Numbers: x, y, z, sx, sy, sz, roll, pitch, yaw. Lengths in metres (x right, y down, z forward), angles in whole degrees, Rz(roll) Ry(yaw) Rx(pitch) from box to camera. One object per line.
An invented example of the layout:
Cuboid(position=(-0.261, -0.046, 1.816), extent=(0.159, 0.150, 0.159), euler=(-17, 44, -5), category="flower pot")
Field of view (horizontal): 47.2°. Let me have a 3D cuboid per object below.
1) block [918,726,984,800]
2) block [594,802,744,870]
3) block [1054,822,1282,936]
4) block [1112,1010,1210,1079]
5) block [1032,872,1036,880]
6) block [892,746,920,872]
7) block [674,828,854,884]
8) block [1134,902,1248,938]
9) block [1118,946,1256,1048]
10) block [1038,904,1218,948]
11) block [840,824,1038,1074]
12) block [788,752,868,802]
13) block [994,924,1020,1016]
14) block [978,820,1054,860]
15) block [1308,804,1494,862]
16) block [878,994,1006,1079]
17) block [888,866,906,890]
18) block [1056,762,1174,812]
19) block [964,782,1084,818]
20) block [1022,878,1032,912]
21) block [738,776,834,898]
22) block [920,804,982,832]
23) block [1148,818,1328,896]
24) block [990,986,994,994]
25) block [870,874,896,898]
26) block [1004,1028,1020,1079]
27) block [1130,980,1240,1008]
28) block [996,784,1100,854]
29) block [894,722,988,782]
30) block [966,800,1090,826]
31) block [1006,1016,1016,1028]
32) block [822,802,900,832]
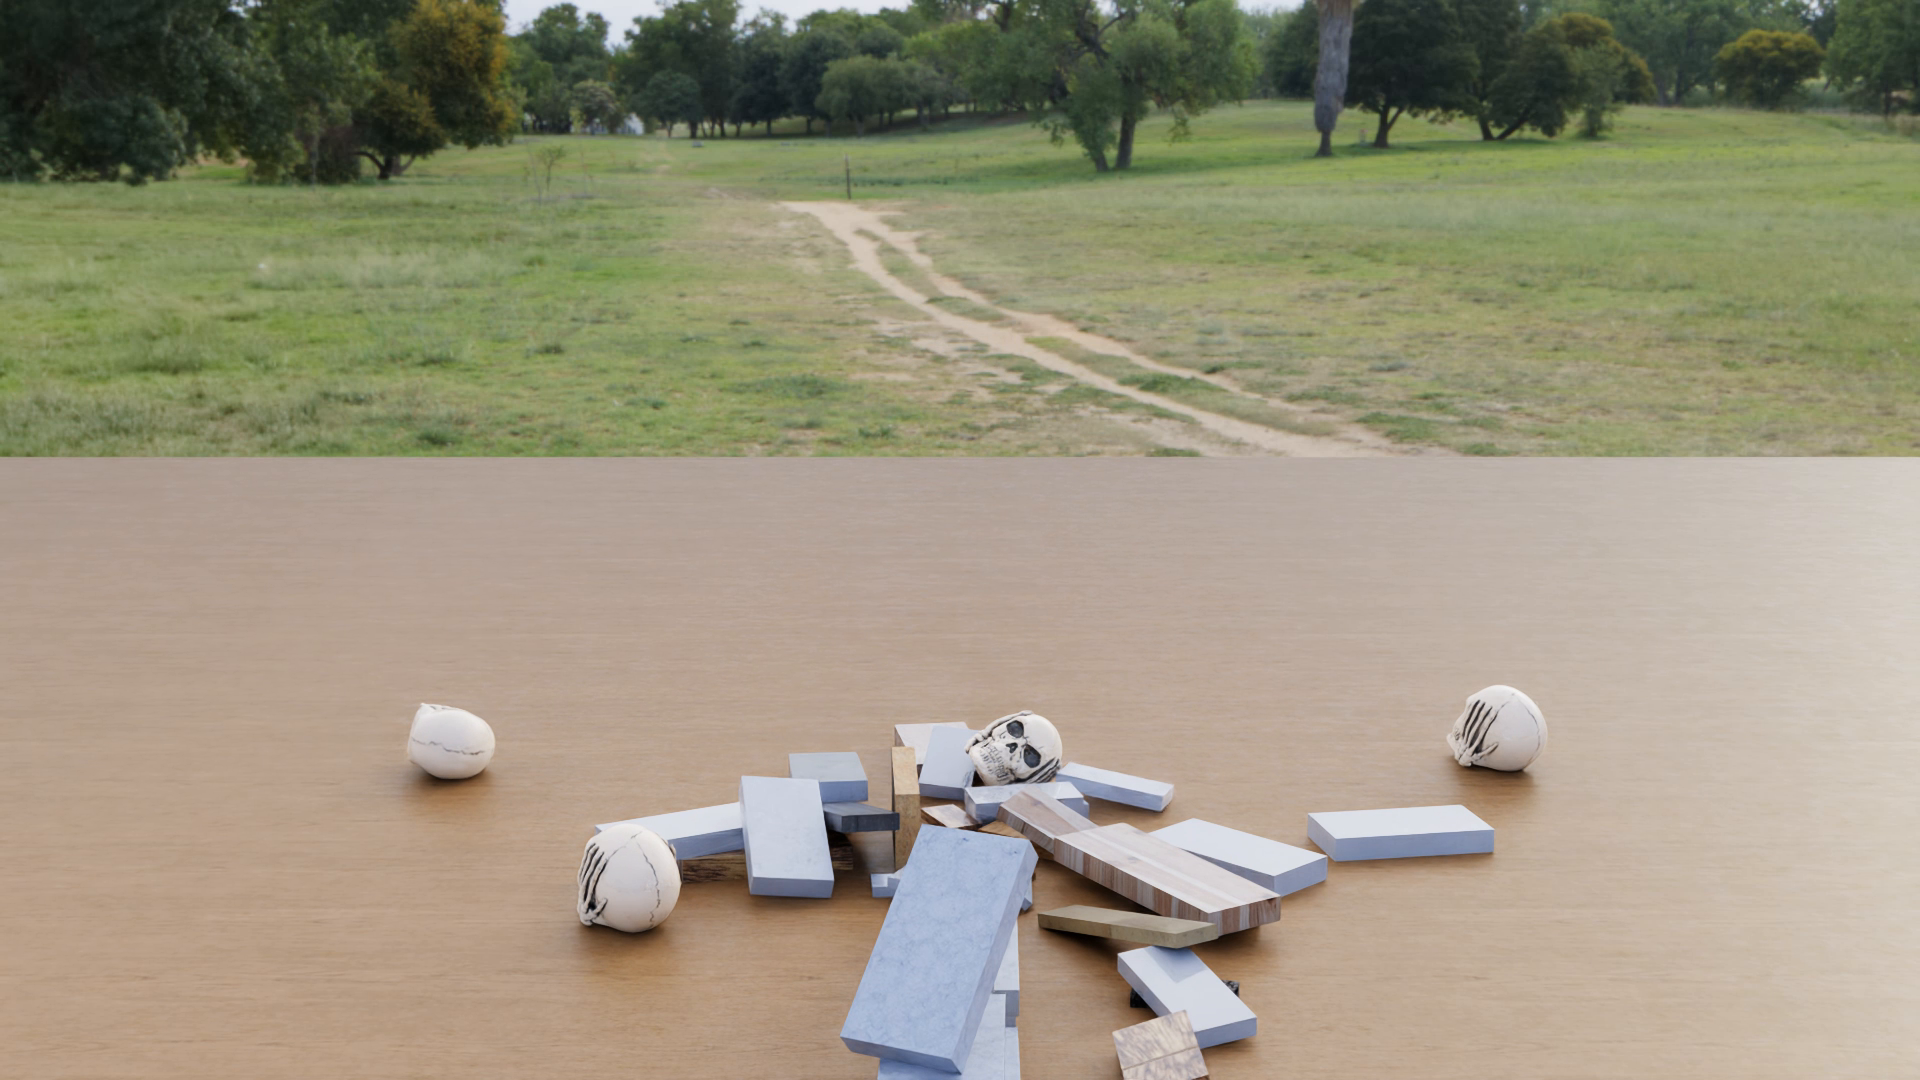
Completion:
Cuboid(position=(-0.017, 0.431, 4.259), extent=(0.100, 0.028, 0.201), euler=(6, 29, 6), category="block")
Cuboid(position=(-0.476, 0.507, 3.784), extent=(0.270, 0.038, 0.135), euler=(-6, 12, -29), category="block")
Cuboid(position=(0.332, 0.551, 3.594), extent=(0.147, 0.042, 0.412), euler=(-7, 14, -32), category="block")
Cuboid(position=(0.269, 0.696, 2.930), extent=(0.107, 0.030, 0.213), euler=(-18, 11, 1), category="block")
Cuboid(position=(0.086, 0.566, 3.762), extent=(0.046, 0.013, 0.092), euler=(-6, 12, -29), category="block")
Cuboid(position=(-0.097, 0.476, 3.882), extent=(0.042, 0.147, 0.293), euler=(-1, 11, -3), category="block")
Cuboid(position=(-0.345, 0.541, 3.819), extent=(0.293, 0.042, 0.147), euler=(-3, 11, -15), category="block")
Cuboid(position=(0.384, 0.594, 3.569), extent=(0.098, 0.028, 0.195), euler=(-8, 13, -35), category="block")
Cuboid(position=(0.323, 0.651, 3.156), extent=(0.103, 0.029, 0.237), euler=(-9, 20, -19), category="block")
Cuboid(position=(0.252, 0.593, 3.381), extent=(0.076, 0.022, 0.365), euler=(-7, 0, -32), category="block")
Cuboid(position=(-0.024, 0.525, 2.853), extent=(0.158, 0.045, 0.316), euler=(5, 54, 26), category="block")
Cuboid(position=(-0.253, 0.449, 4.174), extent=(0.135, 0.038, 0.387), euler=(-1, 2, -6), category="block")
Cuboid(position=(0.005, 0.581, 3.198), extent=(0.155, 0.044, 0.310), euler=(0, 24, 0), category="block")
Cuboid(position=(0.139, 0.532, 3.907), extent=(0.195, 0.028, 0.098), euler=(7, 13, 33), category="block")
Cuboid(position=(0.784, 0.522, 3.923), extent=(0.293, 0.042, 0.147), euler=(-2, 11, -10), category="block")
Cuboid(position=(-0.021, 0.672, 2.860), extent=(0.158, 0.045, 0.316), euler=(0, 11, 2), category="block")
Cuboid(position=(-0.047, 0.553, 3.715), extent=(0.065, 0.018, 0.199), euler=(5, 12, 26), category="block")
Cuboid(position=(0.292, 0.466, 4.161), extent=(0.207, 0.029, 0.104), euler=(11, 9, 16), category="block")
Cuboid(position=(0.117, 0.477, 4.038), extent=(0.201, 0.028, 0.100), euler=(-2, 11, -11), category="block")
Cuboid(position=(0.090, 0.567, 3.641), extent=(0.062, 0.018, 0.124), euler=(41, 9, -6), category="block")
Cuboid(position=(-0.297, 0.502, 3.735), extent=(0.135, 0.038, 0.270), euler=(5, 31, -13), category="block")
Cuboid(position=(-0.016, 0.514, 4.027), extent=(0.065, 0.018, 0.130), euler=(-5, 12, -24), category="block")
Cuboid(position=(0.469, 0.547, 3.788), extent=(0.147, 0.042, 0.293), euler=(-10, 15, -43), category="block")
Cuboid(position=(-0.005, 0.521, 3.014), extent=(0.107, 0.213, 0.030), euler=(15, 27, 31), category="block")
Cuboid(position=(-0.083, 0.578, 3.686), extent=(0.130, 0.018, 0.065), euler=(-1, 11, -5), category="block")
Cuboid(position=(-0.001, 0.750, 2.685), extent=(0.158, 0.045, 0.670), euler=(0, 11, 0), category="block")
Cuboid(position=(0.329, 0.664, 3.213), extent=(0.152, 0.022, 0.076), euler=(2, 11, 11), category="block")
Cuboid(position=(0.171, 0.503, 3.828), extent=(0.195, 0.028, 0.098), euler=(30, 33, 24), category="block")
Cuboid(position=(-0.040, 0.428, 4.429), extent=(0.147, 0.042, 0.293), euler=(-2, 11, -9), category="block")
Cuboid(position=(0.124, 0.499, 4.080), extent=(0.207, 0.029, 0.103), euler=(-3, 11, -17), category="block")
Cuboid(position=(0.002, 0.646, 3.246), extent=(0.155, 0.044, 0.311), euler=(0, 11, 0), category="block")
Cuboid(position=(-0.212, 0.485, 3.890), extent=(0.100, 0.028, 0.424), euler=(-1, -3, -17), category="block")
